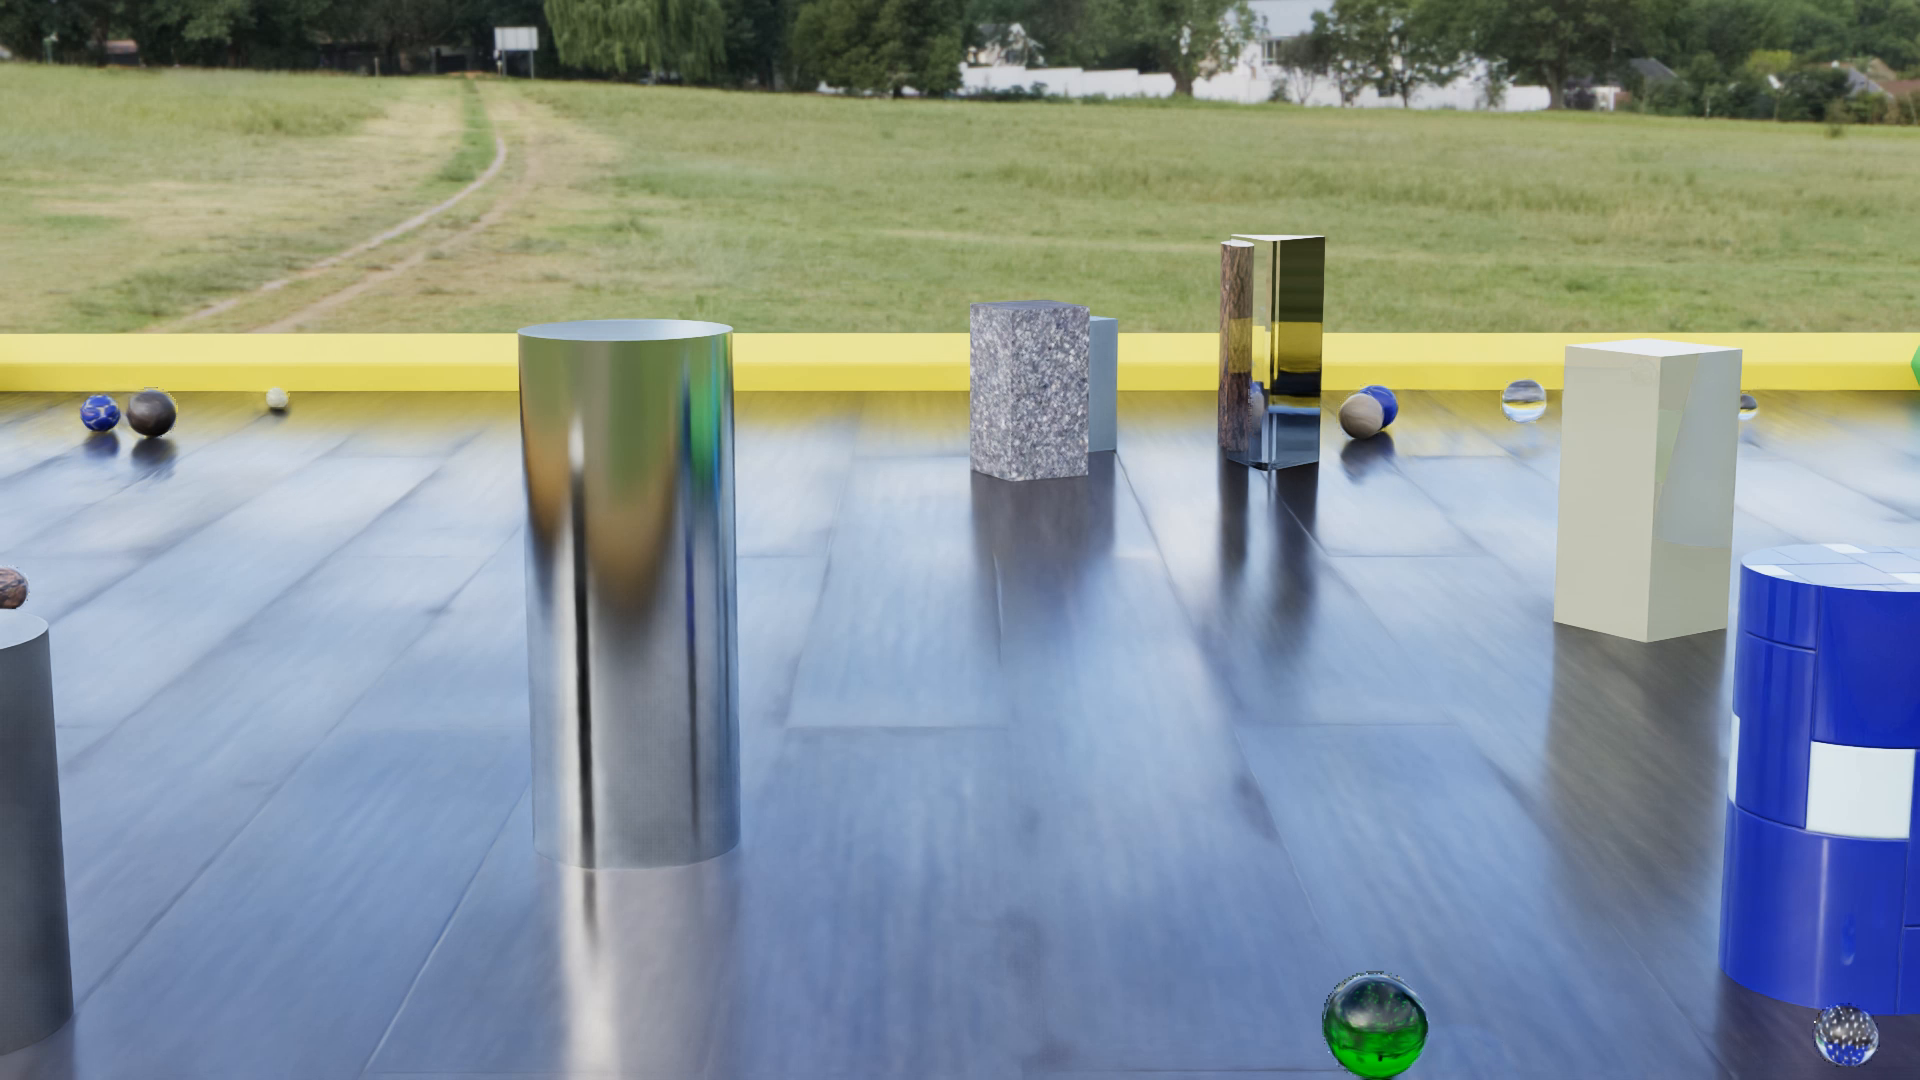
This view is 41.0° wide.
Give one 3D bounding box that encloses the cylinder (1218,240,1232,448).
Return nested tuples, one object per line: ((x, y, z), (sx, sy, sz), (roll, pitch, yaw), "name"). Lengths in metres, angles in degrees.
((0.599, -0.378, 4.955), (0.197, 0.389, 0.197), (0, 10, 0), "cylinder")

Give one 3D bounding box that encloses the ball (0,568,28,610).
((-1.288, 0.066, 3.461), (0.060, 0.060, 0.060), (0, 10, 0), "ball")

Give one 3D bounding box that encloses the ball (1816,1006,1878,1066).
((0.653, 0.365, 1.890), (0.044, 0.044, 0.044), (0, 10, 0), "ball")

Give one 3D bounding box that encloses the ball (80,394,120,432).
((-1.724, -0.254, 5.144), (0.076, 0.076, 0.076), (0, 10, 0), "ball")

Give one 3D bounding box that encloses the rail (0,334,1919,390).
((-0.014, -0.398, 5.777), (4.394, 0.128, 0.045), (0, 10, 0), "rail")

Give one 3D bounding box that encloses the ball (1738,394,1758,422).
((1.622, -0.274, 5.309), (0.056, 0.056, 0.056), (0, 10, 0), "ball")

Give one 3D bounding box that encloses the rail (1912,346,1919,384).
((2.173, 0.031, 3.461), (0.045, 0.128, 4.782), (0, 10, 0), "rail")

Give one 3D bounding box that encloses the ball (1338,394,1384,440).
((0.790, -0.243, 5.051), (0.089, 0.089, 0.089), (0, 10, 0), "ball")

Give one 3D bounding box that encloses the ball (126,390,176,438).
((-1.599, -0.250, 5.075), (0.094, 0.094, 0.094), (0, 10, 0), "ball")

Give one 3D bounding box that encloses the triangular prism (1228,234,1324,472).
((0.556, -0.350, 4.729), (0.148, 0.417, 0.170), (9, 14, 41), "triangular prism")

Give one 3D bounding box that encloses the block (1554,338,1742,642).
((0.896, -0.069, 3.349), (0.157, 0.367, 0.157), (-7, 13, -34), "block")

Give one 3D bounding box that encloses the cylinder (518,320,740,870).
((-0.307, 0.046, 2.401), (0.197, 0.486, 0.197), (0, 10, 0), "cylinder")

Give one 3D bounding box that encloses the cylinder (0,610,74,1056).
((-0.786, 0.221, 1.948), (0.197, 0.306, 0.197), (0, 10, 0), "cylinder")

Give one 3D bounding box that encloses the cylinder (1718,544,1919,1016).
((0.719, 0.186, 2.058), (0.197, 0.335, 0.197), (0, 10, 0), "cylinder")

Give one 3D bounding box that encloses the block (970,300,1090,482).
((0.124, -0.272, 4.620), (0.157, 0.303, 0.157), (-5, 12, -27), "block")

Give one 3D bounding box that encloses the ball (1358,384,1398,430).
((0.838, -0.268, 5.179), (0.092, 0.092, 0.092), (0, 10, 0), "ball")

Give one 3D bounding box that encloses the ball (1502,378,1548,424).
((1.160, -0.286, 5.275), (0.092, 0.092, 0.092), (0, 10, 0), "ball")

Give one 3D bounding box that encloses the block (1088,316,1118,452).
((0.190, -0.301, 4.919), (0.157, 0.250, 0.157), (-8, 13, -36), "block")

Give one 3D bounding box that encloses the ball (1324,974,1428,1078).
((0.303, 0.354, 1.868), (0.075, 0.075, 0.075), (0, 10, 0), "ball")

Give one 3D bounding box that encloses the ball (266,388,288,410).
((-1.463, -0.303, 5.492), (0.046, 0.046, 0.046), (0, 10, 0), "ball")
